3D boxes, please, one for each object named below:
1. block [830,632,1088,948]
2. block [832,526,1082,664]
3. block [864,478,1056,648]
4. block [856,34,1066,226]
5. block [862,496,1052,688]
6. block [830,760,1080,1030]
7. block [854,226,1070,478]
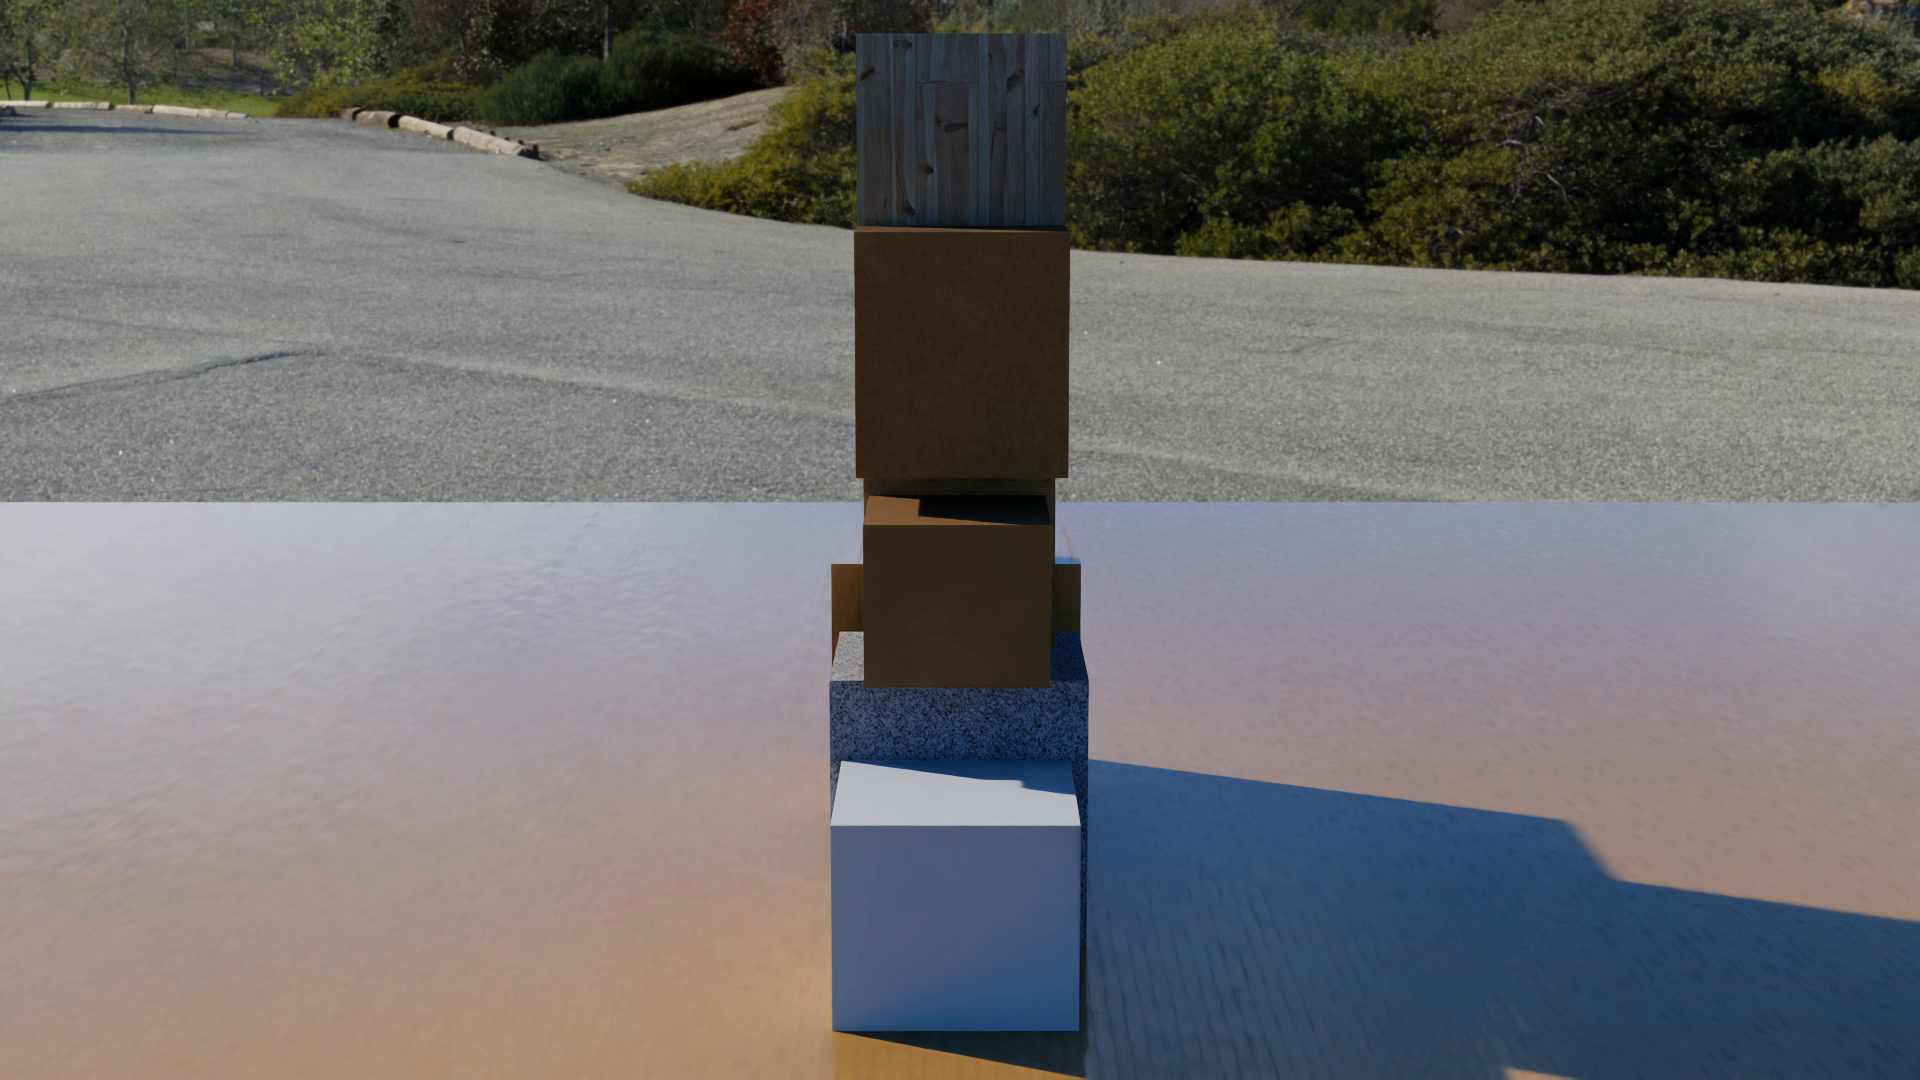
[{"bbox_3d":[-0.004,1.028,10.791,1.036,1.115,0.915,0,10,0],"label":"block"},{"bbox_3d":[-0.018,0.620,12.735,1.180,1.224,1.058,0,10,0],"label":"block"},{"bbox_3d":[-0.002,-0.006,11.173,0.801,0.785,0.815,0,10,0],"label":"block"},{"bbox_3d":[0.005,-1.743,10.865,0.856,0.777,0.762,0,10,0],"label":"block"},{"bbox_3d":[-0.012,0.198,10.421,0.736,0.651,0.716,0,10,0],"label":"block"},{"bbox_3d":[-0.016,1.353,9.911,0.917,0.792,0.913,0,10,0],"label":"block"},{"bbox_3d":[0.008,-0.813,10.665,0.854,0.983,0.898,0,10,0],"label":"block"}]
